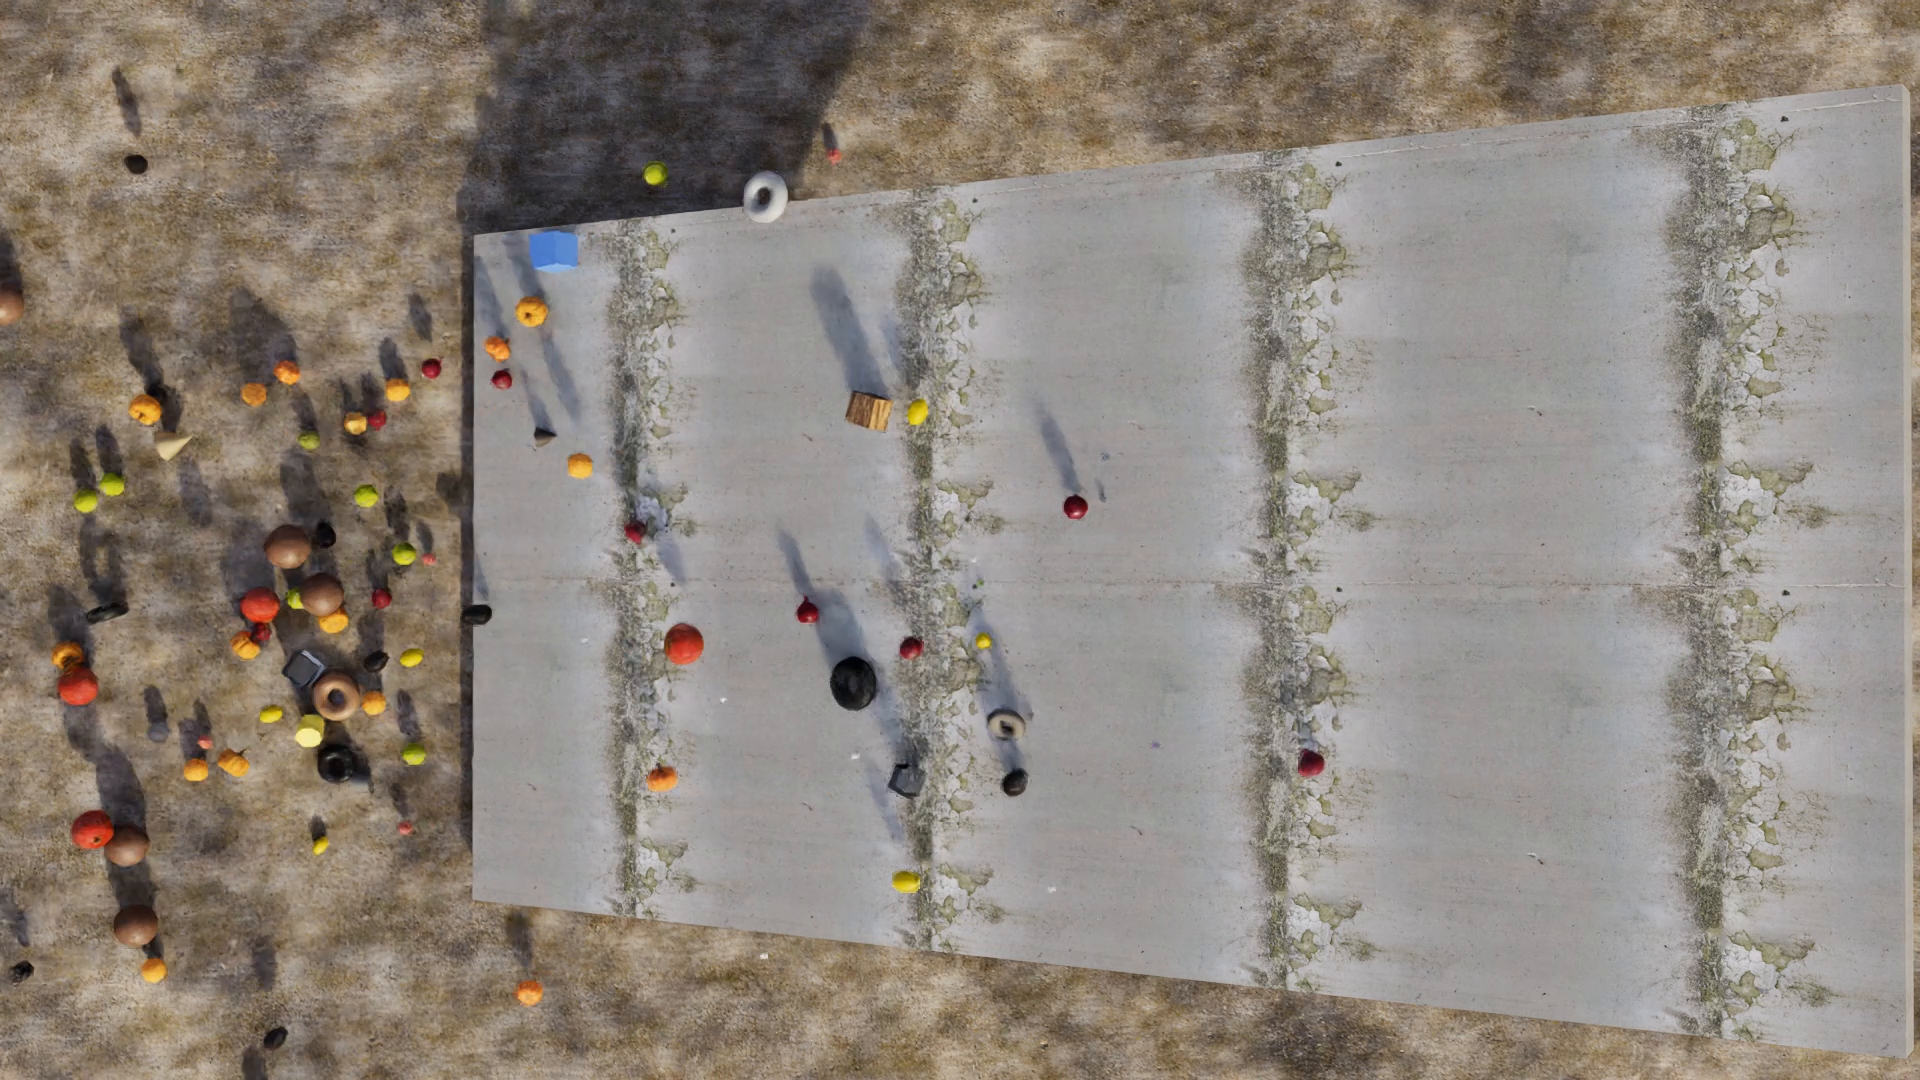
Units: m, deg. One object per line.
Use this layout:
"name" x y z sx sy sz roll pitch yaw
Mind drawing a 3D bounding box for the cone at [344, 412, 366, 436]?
"cone" -1.844 -0.356 6.669 0.072 0.072 0.072 0 89 0

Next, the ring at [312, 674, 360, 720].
"ring" -1.893 0.476 6.674 0.144 0.048 0.144 0 90 -1

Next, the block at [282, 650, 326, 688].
"block" -1.988 0.392 6.657 0.081 0.081 0.081 38 90 0

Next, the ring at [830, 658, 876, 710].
"ring" -0.284 0.383 5.854 0.143 0.048 0.143 0 90 36

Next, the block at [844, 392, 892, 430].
"block" -0.241 -0.342 5.815 0.080 0.080 0.080 20 100 30

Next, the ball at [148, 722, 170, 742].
"ball" -2.429 0.584 6.665 0.062 0.062 0.062 0 89 0

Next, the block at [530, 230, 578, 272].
"block" -1.179 -0.838 6.391 0.096 0.096 0.096 -6 86 32

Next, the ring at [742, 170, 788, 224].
"ring" -0.533 -0.939 6.021 0.144 0.048 0.144 -1 88 33

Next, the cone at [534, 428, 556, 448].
"cone" -1.208 -0.304 6.444 0.061 0.061 0.061 -5 89 5

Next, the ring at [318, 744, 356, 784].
"ring" -1.892 0.681 6.675 0.122 0.041 0.122 0 92 2

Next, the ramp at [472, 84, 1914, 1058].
"ramp" 0.262 0.072 5.605 4.000 0.100 2.000 0 89 32

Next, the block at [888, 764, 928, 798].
"block" -0.137 0.629 5.752 0.063 0.063 0.063 28 104 29

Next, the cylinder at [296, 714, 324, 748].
"cylinder" -1.961 0.575 6.641 0.073 0.073 0.073 -2 123 -4

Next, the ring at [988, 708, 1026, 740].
"ring" 0.119 0.468 5.589 0.101 0.034 0.101 13 131 16

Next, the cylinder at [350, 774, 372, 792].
"cylinder" -1.815 0.735 6.668 0.053 0.053 0.053 2 89 1

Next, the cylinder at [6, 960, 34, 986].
"cylinder" -2.827 1.304 6.619 0.055 0.055 0.055 12 117 24
